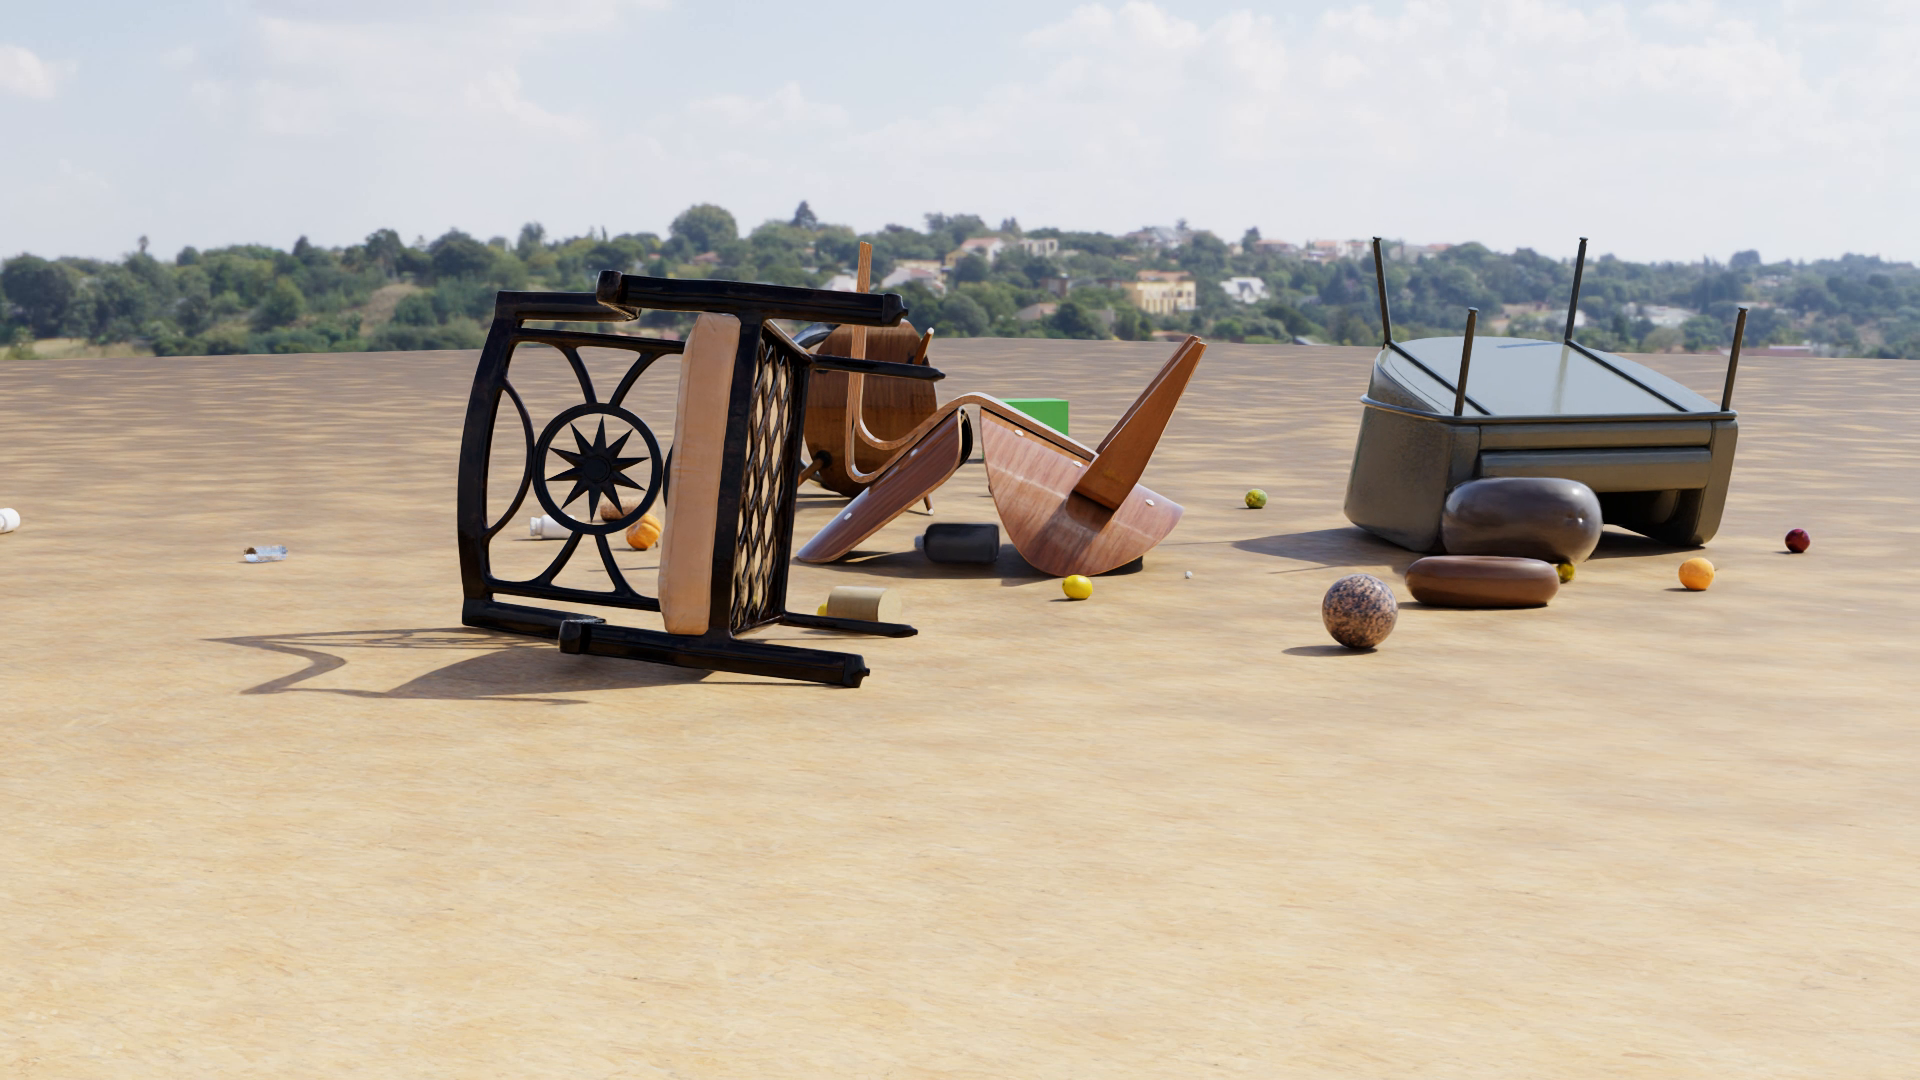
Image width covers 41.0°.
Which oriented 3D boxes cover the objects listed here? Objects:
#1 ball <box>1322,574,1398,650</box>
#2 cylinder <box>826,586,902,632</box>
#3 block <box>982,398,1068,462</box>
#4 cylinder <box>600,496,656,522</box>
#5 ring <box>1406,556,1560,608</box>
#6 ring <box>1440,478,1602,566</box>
[{"bbox_3d":[0.706,0.126,4.534,0.134,0.134,0.134,0,6,0],"label":"ball"},{"bbox_3d":[-0.178,0.128,4.766,0.107,0.083,0.096,3,9,25],"label":"cylinder"},{"bbox_3d":[0.232,-0.393,9.182,0.268,0.215,0.210,-1,6,-12],"label":"block"},{"bbox_3d":[-0.893,-0.083,6.906,0.125,0.065,0.106,1,9,10],"label":"cylinder"},{"bbox_3d":[1.048,0.084,5.149,0.311,0.094,0.166,1,4,1],"label":"ring"},{"bbox_3d":[1.245,-0.040,5.717,0.291,0.178,0.535,4,-2,-14],"label":"ring"}]
